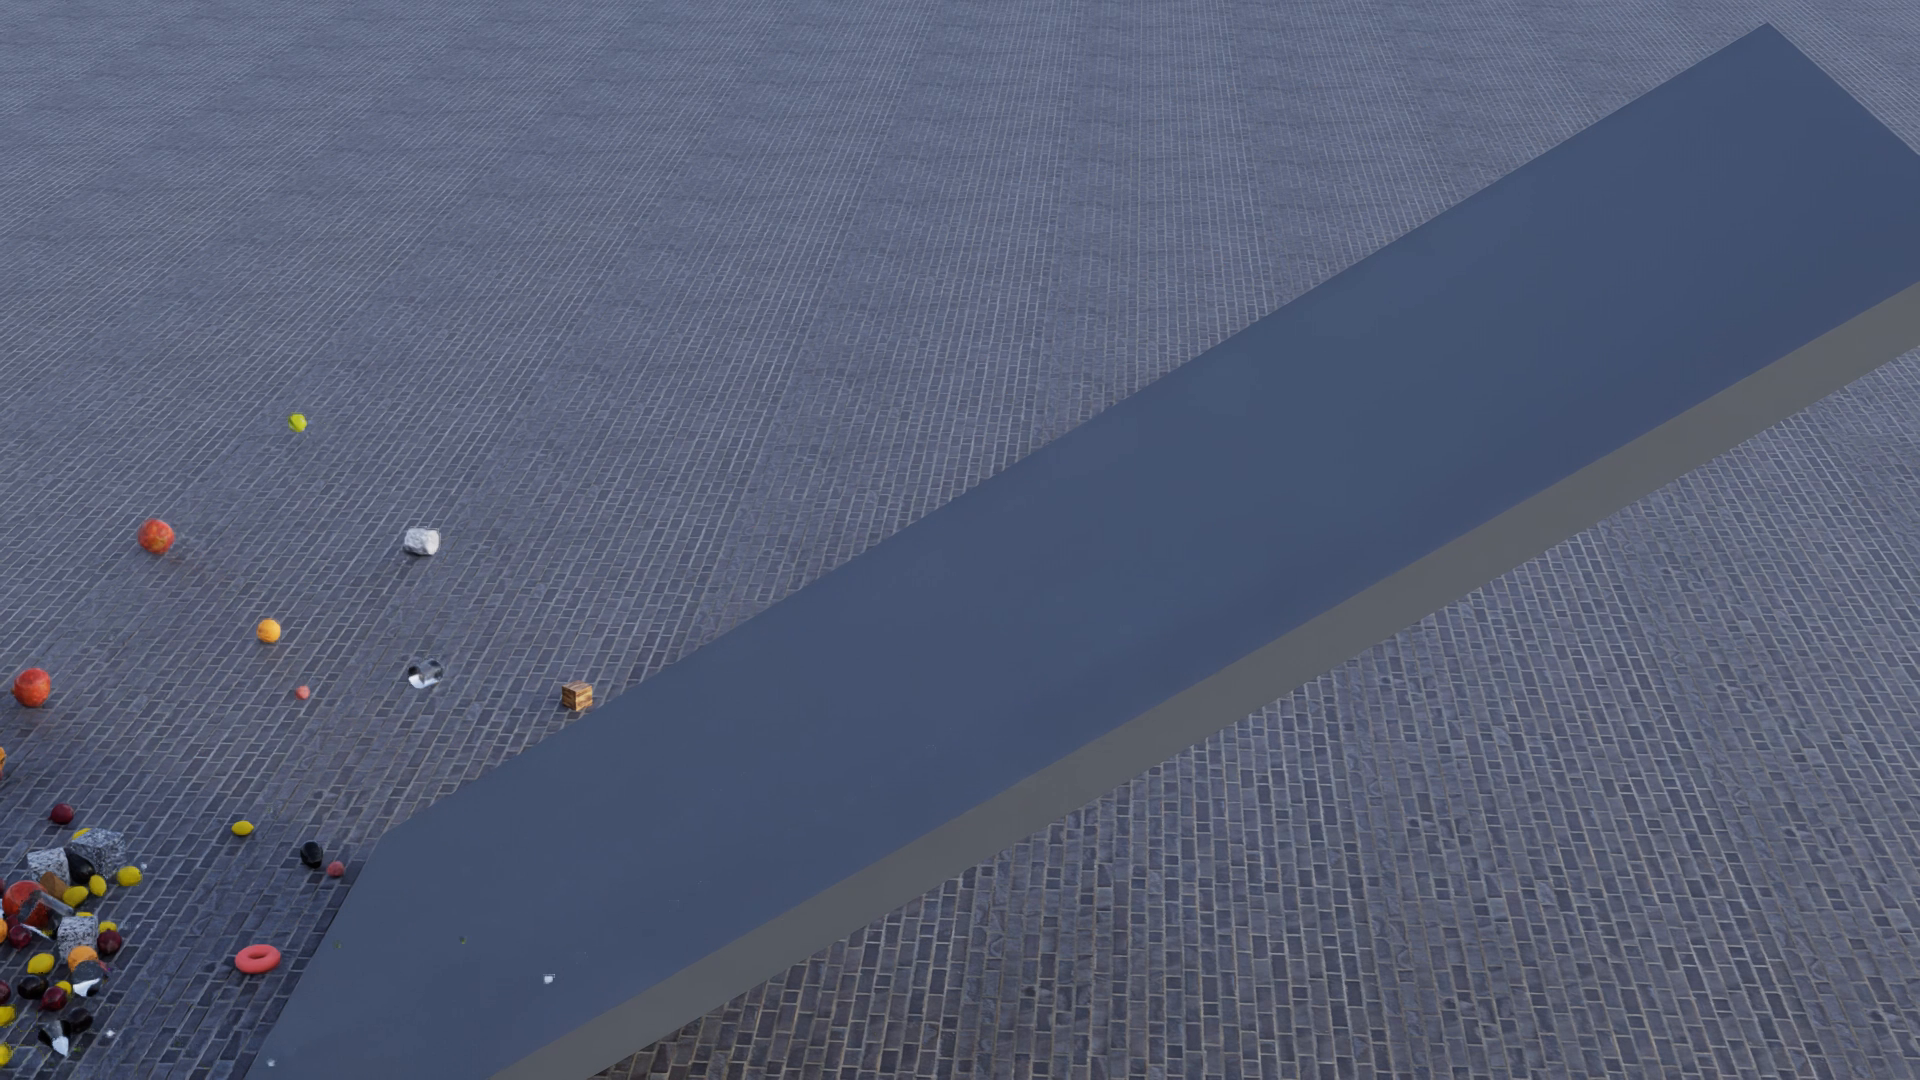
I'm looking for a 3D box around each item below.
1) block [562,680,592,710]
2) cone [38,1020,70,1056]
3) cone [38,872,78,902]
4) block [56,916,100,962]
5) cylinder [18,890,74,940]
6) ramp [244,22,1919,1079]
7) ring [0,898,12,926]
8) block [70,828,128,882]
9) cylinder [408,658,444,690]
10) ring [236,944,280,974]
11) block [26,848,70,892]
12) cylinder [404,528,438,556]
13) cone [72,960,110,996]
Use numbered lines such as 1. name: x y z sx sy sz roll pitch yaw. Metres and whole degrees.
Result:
1. block: -1.131 0.459 8.691 0.062 0.062 0.062 18 26 40
2. cone: -2.076 1.163 6.787 0.078 0.078 0.078 -14 51 -35
3. cone: -2.287 0.901 7.500 0.097 0.097 0.097 18 4 -41
4. block: -2.163 0.980 7.223 0.083 0.083 0.083 -2 20 -5
5. cylinder: -2.266 0.930 7.288 0.095 0.095 0.095 37 1 -30
6. ramp: 0.140 0.170 6.293 4.000 0.100 2.000 -30 15 13
7. ring: -2.457 0.940 7.387 0.144 0.048 0.144 2 19 -1
8. block: -2.241 0.818 7.653 0.096 0.096 0.096 8 21 22
9. cylinder: -1.605 0.403 8.832 0.073 0.073 0.073 14 24 34
10. ring: -1.713 1.023 7.175 0.110 0.037 0.110 -1 21 0
11. block: -2.341 0.856 7.556 0.090 0.090 0.090 -9 22 -23
12. cylinder: -1.814 0.005 9.913 0.083 0.083 0.083 6 21 17
13. cone: -2.071 1.056 7.075 0.089 0.089 0.089 8 -7 22
